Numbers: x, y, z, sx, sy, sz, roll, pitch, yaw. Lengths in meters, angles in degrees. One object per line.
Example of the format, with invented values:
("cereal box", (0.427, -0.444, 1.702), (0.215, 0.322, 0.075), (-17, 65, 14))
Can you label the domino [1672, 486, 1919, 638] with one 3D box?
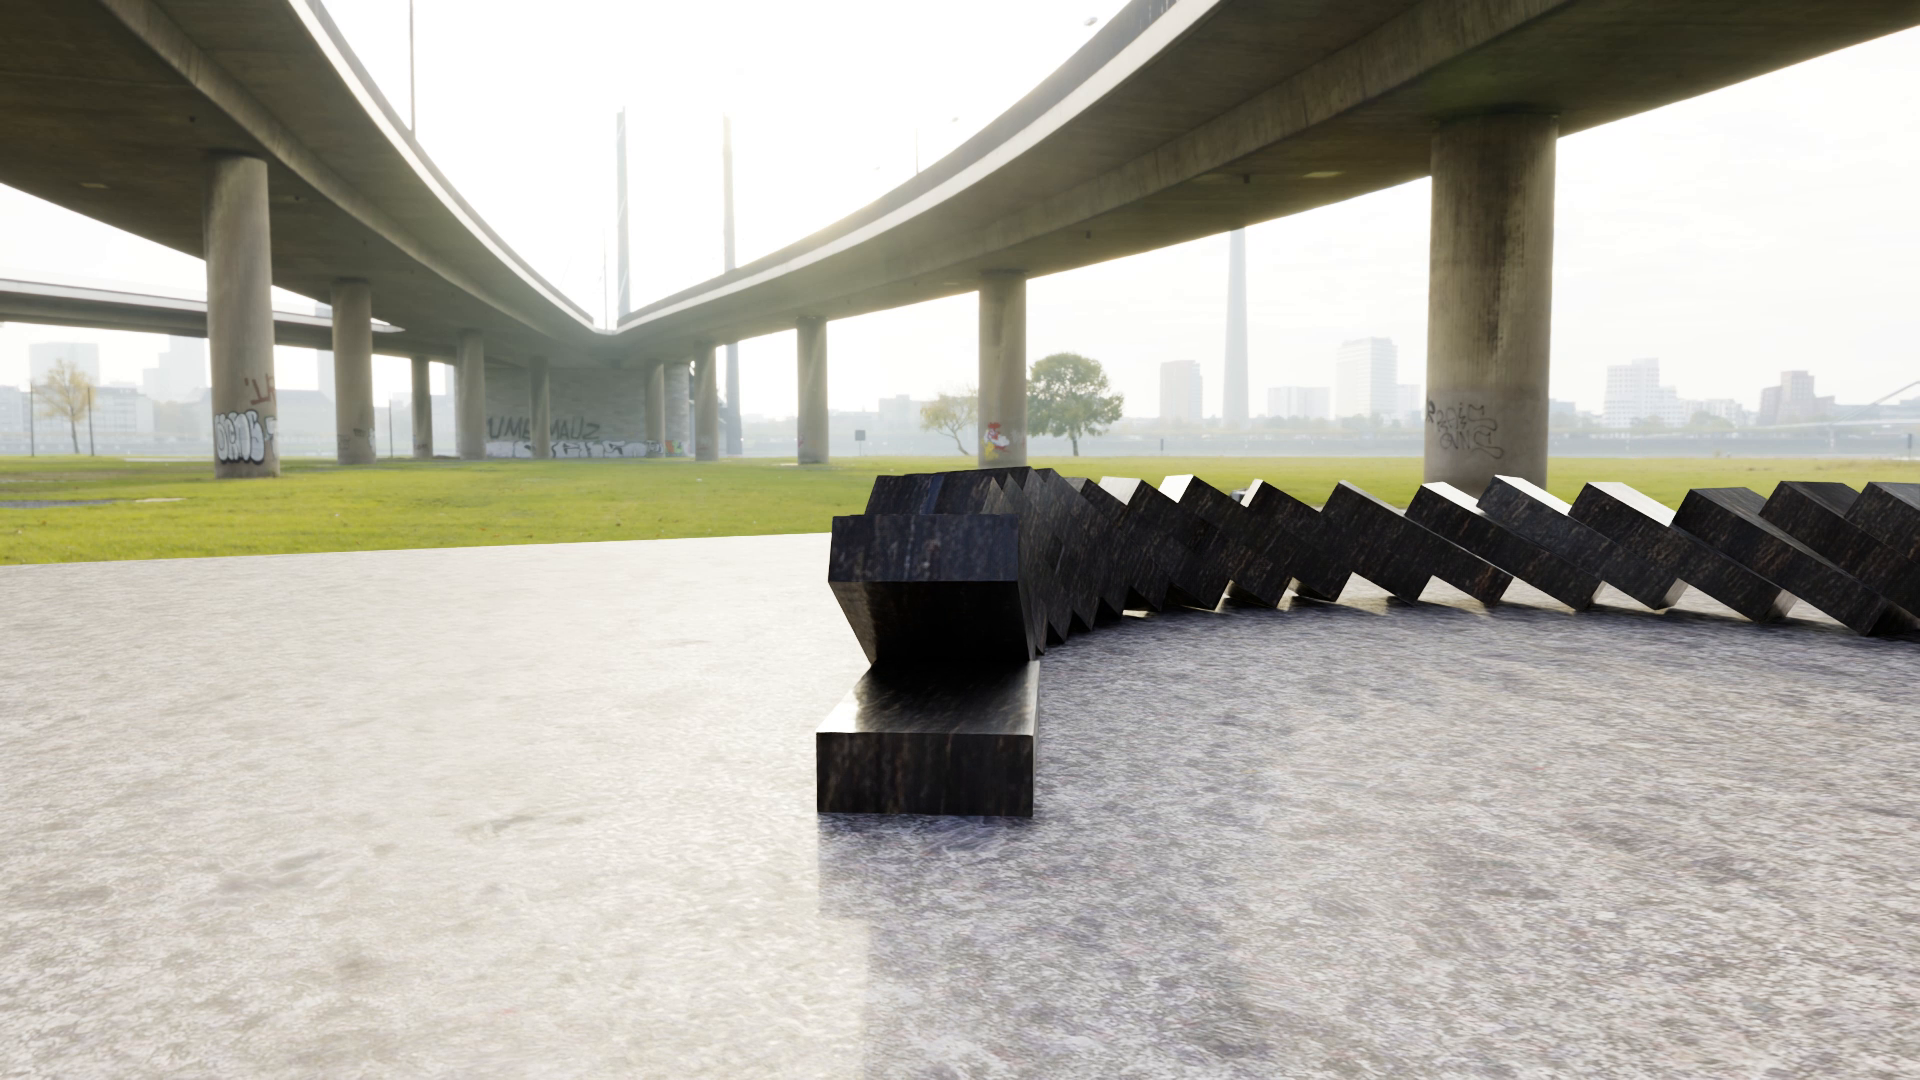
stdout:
("domino", (0.200, 0.004, 0.305), (0.025, 0.010, 0.050), (-3, 33, -31))

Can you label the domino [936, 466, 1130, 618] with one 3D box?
("domino", (0.016, 0.002, 0.292), (0.025, 0.009, 0.050), (-1, -32, 36))

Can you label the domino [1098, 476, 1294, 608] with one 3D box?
("domino", (0.060, 0.000, 0.337), (0.050, 0.009, 0.025), (31, -4, -16))

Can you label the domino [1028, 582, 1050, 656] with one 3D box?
("domino", (-0.001, 0.010, 0.241), (0.025, 0.009, 0.050), (1, -21, 18))

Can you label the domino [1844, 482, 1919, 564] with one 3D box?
("domino", (0.220, 0.005, 0.272), (0.025, 0.010, 0.050), (0, 34, -27))

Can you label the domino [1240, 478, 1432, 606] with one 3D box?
("domino", (0.101, 0.000, 0.349), (0.050, 0.009, 0.025), (30, 7, 5))

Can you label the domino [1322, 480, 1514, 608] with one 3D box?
("domino", (0.124, 0.000, 0.348), (0.050, 0.010, 0.025), (31, 13, 15))

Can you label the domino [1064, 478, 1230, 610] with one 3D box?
("domino", (0.042, 0.001, 0.326), (0.050, 0.010, 0.025), (33, -11, -24))

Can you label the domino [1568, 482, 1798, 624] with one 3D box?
("domino", (0.181, 0.002, 0.321), (0.025, 0.010, 0.050), (-2, 33, -45))

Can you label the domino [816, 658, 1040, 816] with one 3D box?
("domino", (-0.002, 0.025, 0.172), (0.025, 0.009, 0.050), (0, 4, 4))

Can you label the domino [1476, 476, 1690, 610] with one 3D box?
("domino", (0.163, 0.000, 0.335), (0.050, 0.009, 0.025), (38, 23, 32))

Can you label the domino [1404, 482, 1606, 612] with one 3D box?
("domino", (0.147, 0.001, 0.343), (0.050, 0.010, 0.025), (34, 21, 27))

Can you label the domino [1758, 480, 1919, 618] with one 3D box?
("domino", (0.211, 0.004, 0.289), (0.025, 0.009, 0.050), (0, 34, -27))

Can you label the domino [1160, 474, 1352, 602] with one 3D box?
("domino", (0.078, -0.001, 0.345), (0.050, 0.010, 0.025), (30, -2, -7))

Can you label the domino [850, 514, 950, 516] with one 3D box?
("domino", (-0.002, 0.010, 0.214), (0.025, 0.010, 0.050), (0, -24, 5))

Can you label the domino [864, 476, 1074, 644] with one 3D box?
("domino", (0.003, 0.005, 0.262), (0.025, 0.010, 0.050), (2, -30, 27))

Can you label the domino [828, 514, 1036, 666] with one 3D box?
("domino", (-0.002, 0.011, 0.192), (0.025, 0.010, 0.050), (0, -24, 6))

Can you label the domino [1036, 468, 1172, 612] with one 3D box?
("domino", (0.026, 0.001, 0.308), (0.025, 0.009, 0.050), (-1, -32, 47))

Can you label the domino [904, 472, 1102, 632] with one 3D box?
("domino", (0.009, 0.003, 0.278), (0.025, 0.009, 0.050), (1, -31, 32))
